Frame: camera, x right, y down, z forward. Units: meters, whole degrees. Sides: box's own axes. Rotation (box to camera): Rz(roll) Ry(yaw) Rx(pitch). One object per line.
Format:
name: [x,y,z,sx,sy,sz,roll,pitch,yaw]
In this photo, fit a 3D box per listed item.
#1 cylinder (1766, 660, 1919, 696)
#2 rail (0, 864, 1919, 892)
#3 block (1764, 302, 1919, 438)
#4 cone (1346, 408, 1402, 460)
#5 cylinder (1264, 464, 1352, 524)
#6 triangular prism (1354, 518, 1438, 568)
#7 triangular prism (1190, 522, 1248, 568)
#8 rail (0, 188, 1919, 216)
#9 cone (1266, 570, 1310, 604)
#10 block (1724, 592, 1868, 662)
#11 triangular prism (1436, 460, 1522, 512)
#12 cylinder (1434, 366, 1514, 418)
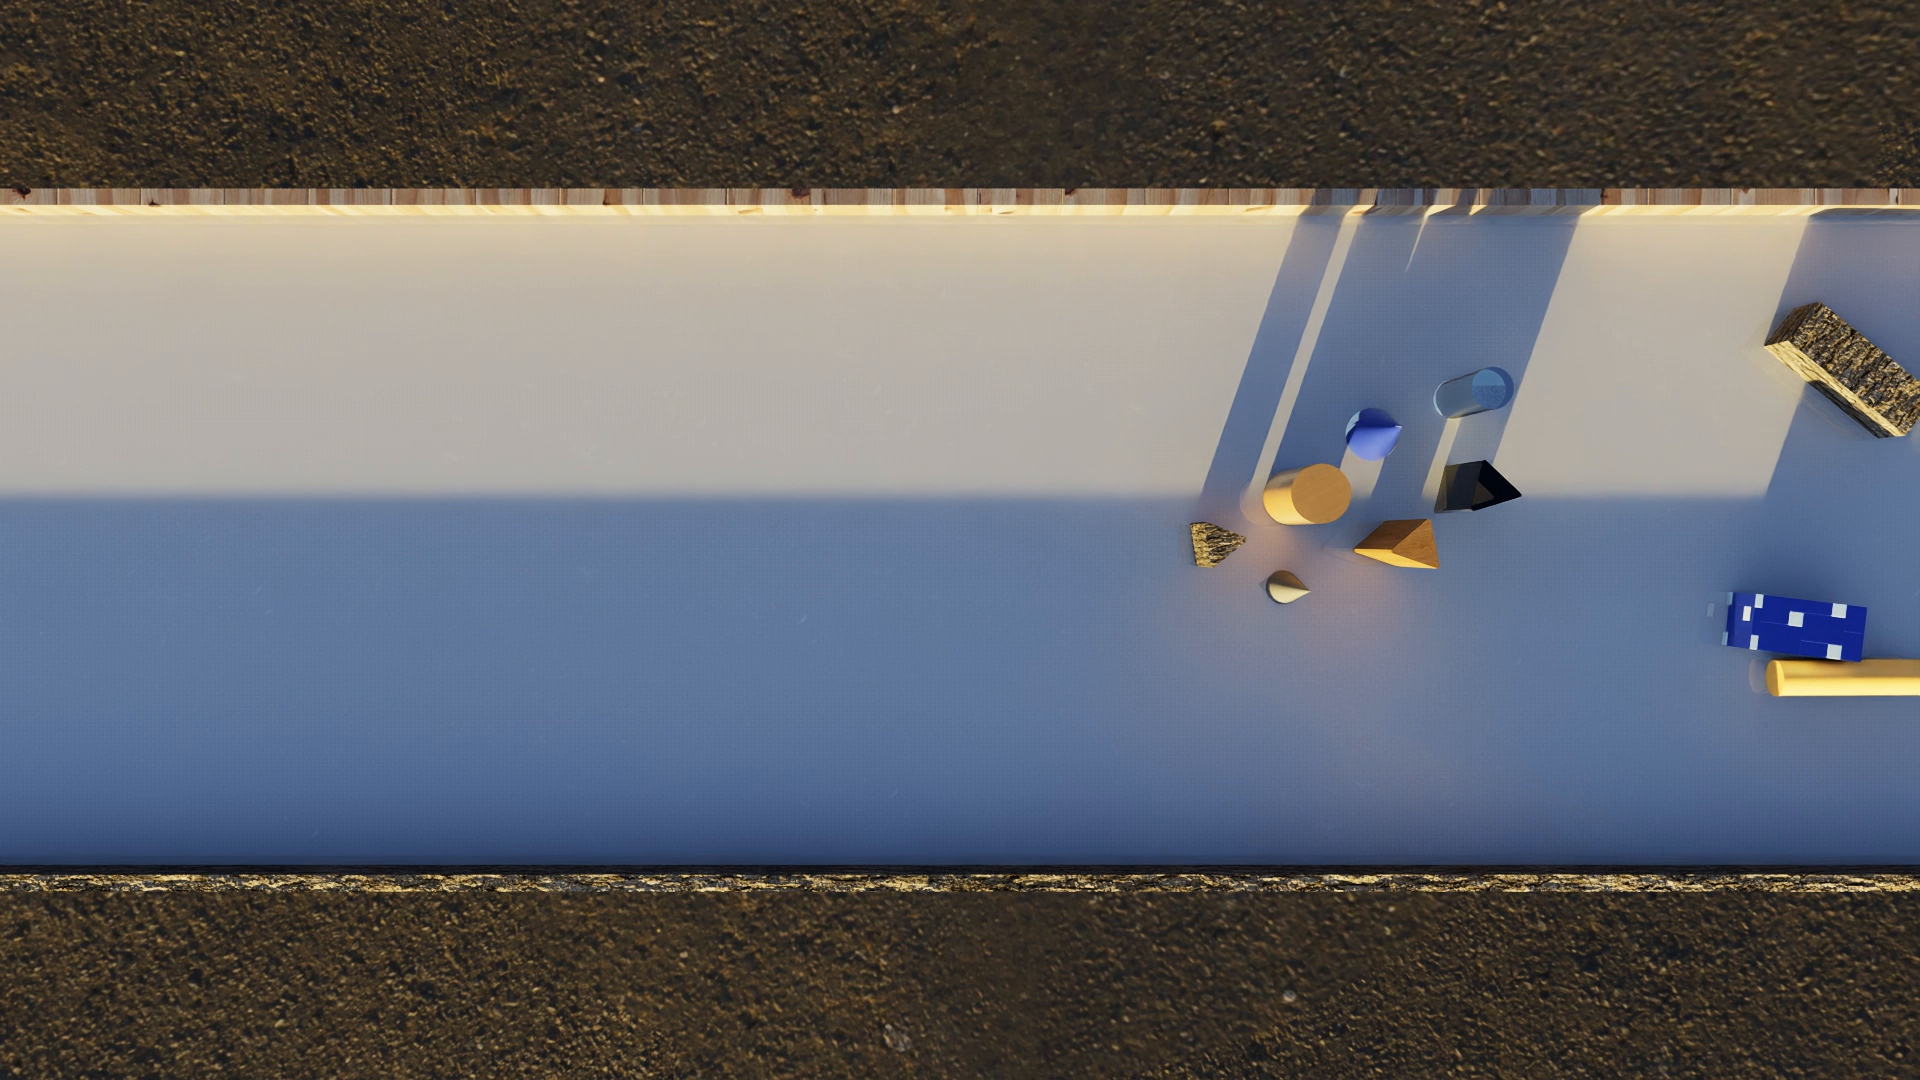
cylinder: [2.702,0.420,5.021,0.441,0.111,0.111,0,90,0]
rail: [-2.247,1.025,5.001,12.000,0.150,0.050,0,90,0]
block: [2.696,-0.513,5.001,0.451,0.152,0.152,39,90,0]
cone: [1.269,-0.325,4.904,0.163,0.345,0.163,0,90,0]
cylinder: [1.017,-0.131,4.861,0.170,0.432,0.170,0,90,0]
triangular prism: [1.295,-0.002,4.848,0.140,0.457,0.121,19,90,0]
triangular prism: [0.745,-0.006,4.926,0.132,0.301,0.115,-39,90,0]
rail: [-2.247,-1.025,5.002,12.000,0.150,0.050,0,90,0]
cone: [0.992,0.145,4.872,0.104,0.409,0.104,0,90,0]
block: [2.527,0.262,4.994,0.333,0.165,0.165,7,90,0]
triangular prism: [1.514,-0.167,4.892,0.148,0.369,0.128,-17,90,0]
cylinder: [1.518,-0.433,4.888,0.122,0.376,0.122,0,90,0]
